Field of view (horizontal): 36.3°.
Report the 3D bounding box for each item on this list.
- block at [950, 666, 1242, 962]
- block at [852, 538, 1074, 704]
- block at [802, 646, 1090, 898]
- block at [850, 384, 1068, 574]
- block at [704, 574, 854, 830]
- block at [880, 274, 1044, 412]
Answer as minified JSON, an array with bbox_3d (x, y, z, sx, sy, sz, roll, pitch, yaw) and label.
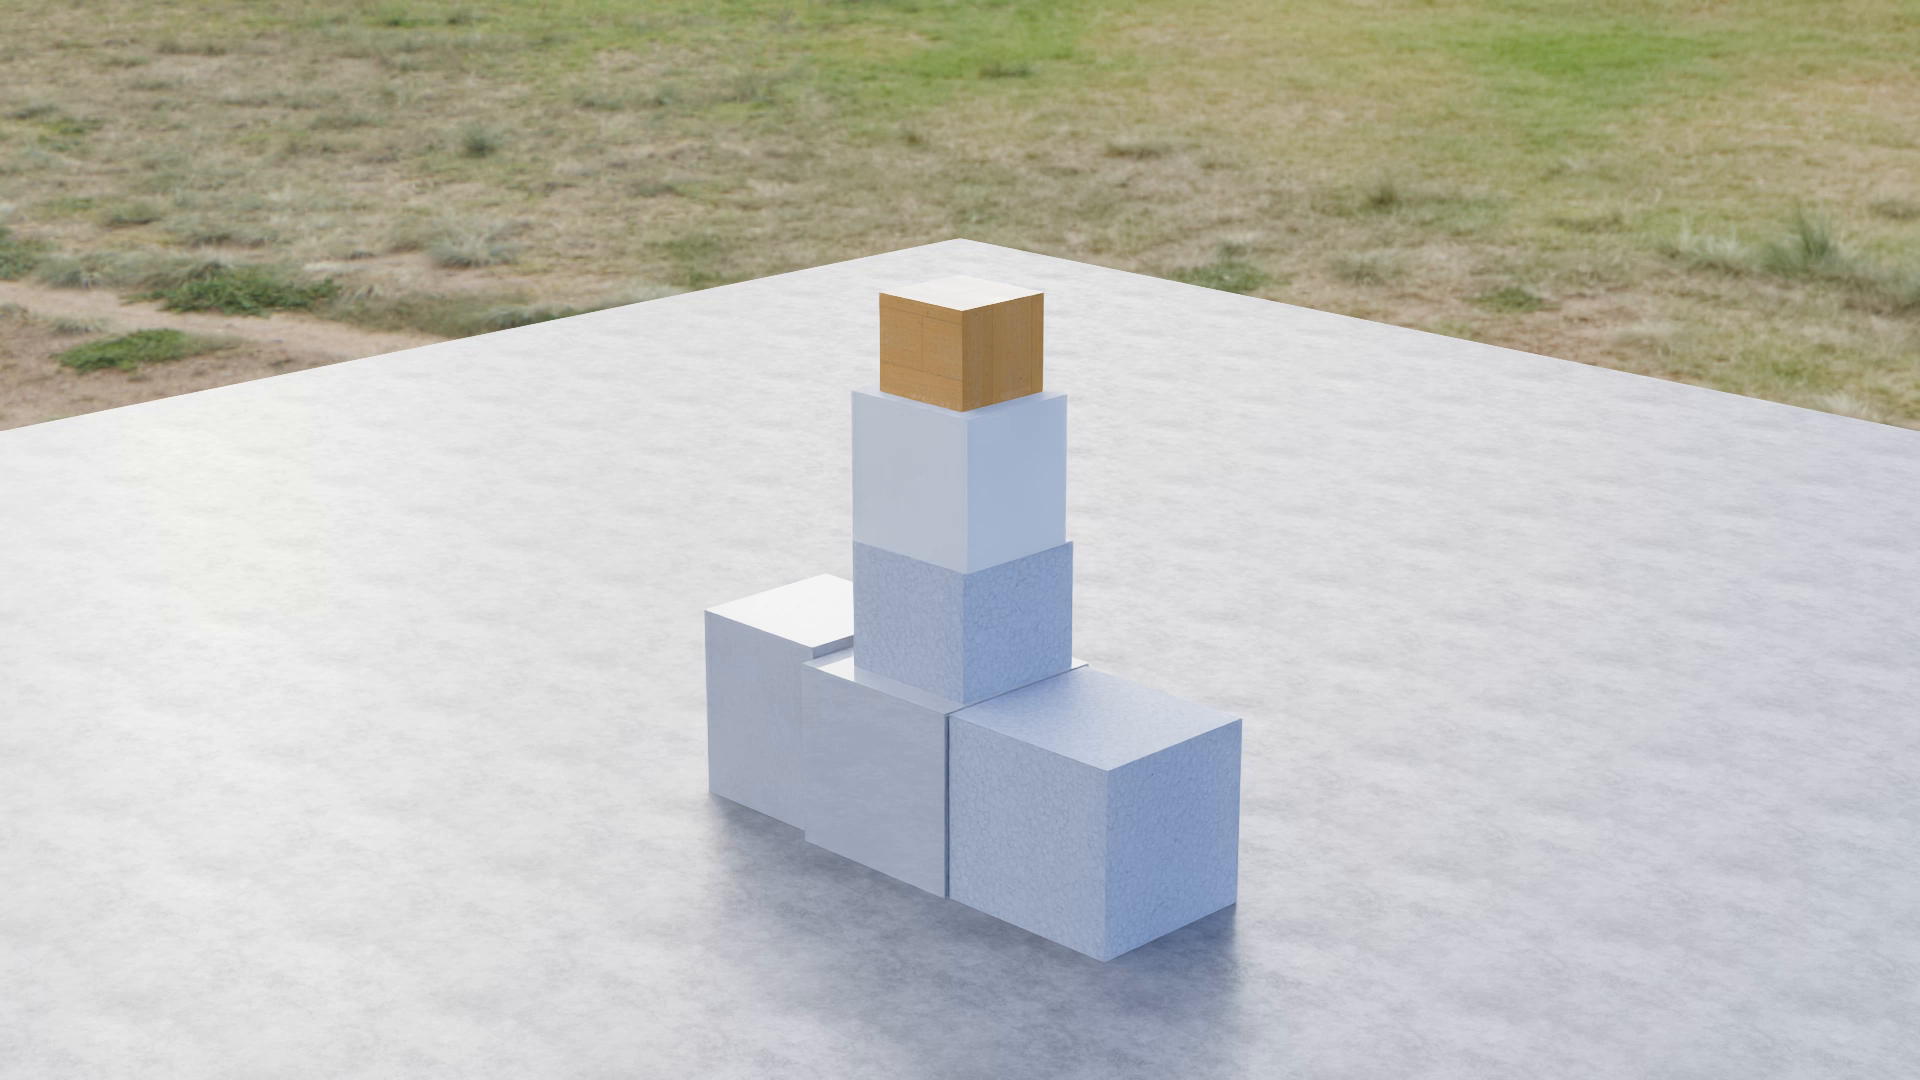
[{"bbox_3d":[0.598,1.198,13.062,0.884,0.883,0.943,-17,24,-42],"label":"block"},{"bbox_3d":[0.013,0.291,13.447,0.711,0.608,0.712,-17,24,-42],"label":"block"},{"bbox_3d":[-0.067,0.992,13.708,0.945,0.887,0.936,-17,24,-42],"label":"block"},{"bbox_3d":[-0.005,-0.328,13.233,0.634,0.701,0.737,-17,24,-42],"label":"block"},{"bbox_3d":[-0.678,0.782,14.284,0.796,0.942,0.775,-17,24,-42],"label":"block"},{"bbox_3d":[0.007,-0.883,13.071,0.513,0.454,0.520,-17,24,-42],"label":"block"}]
